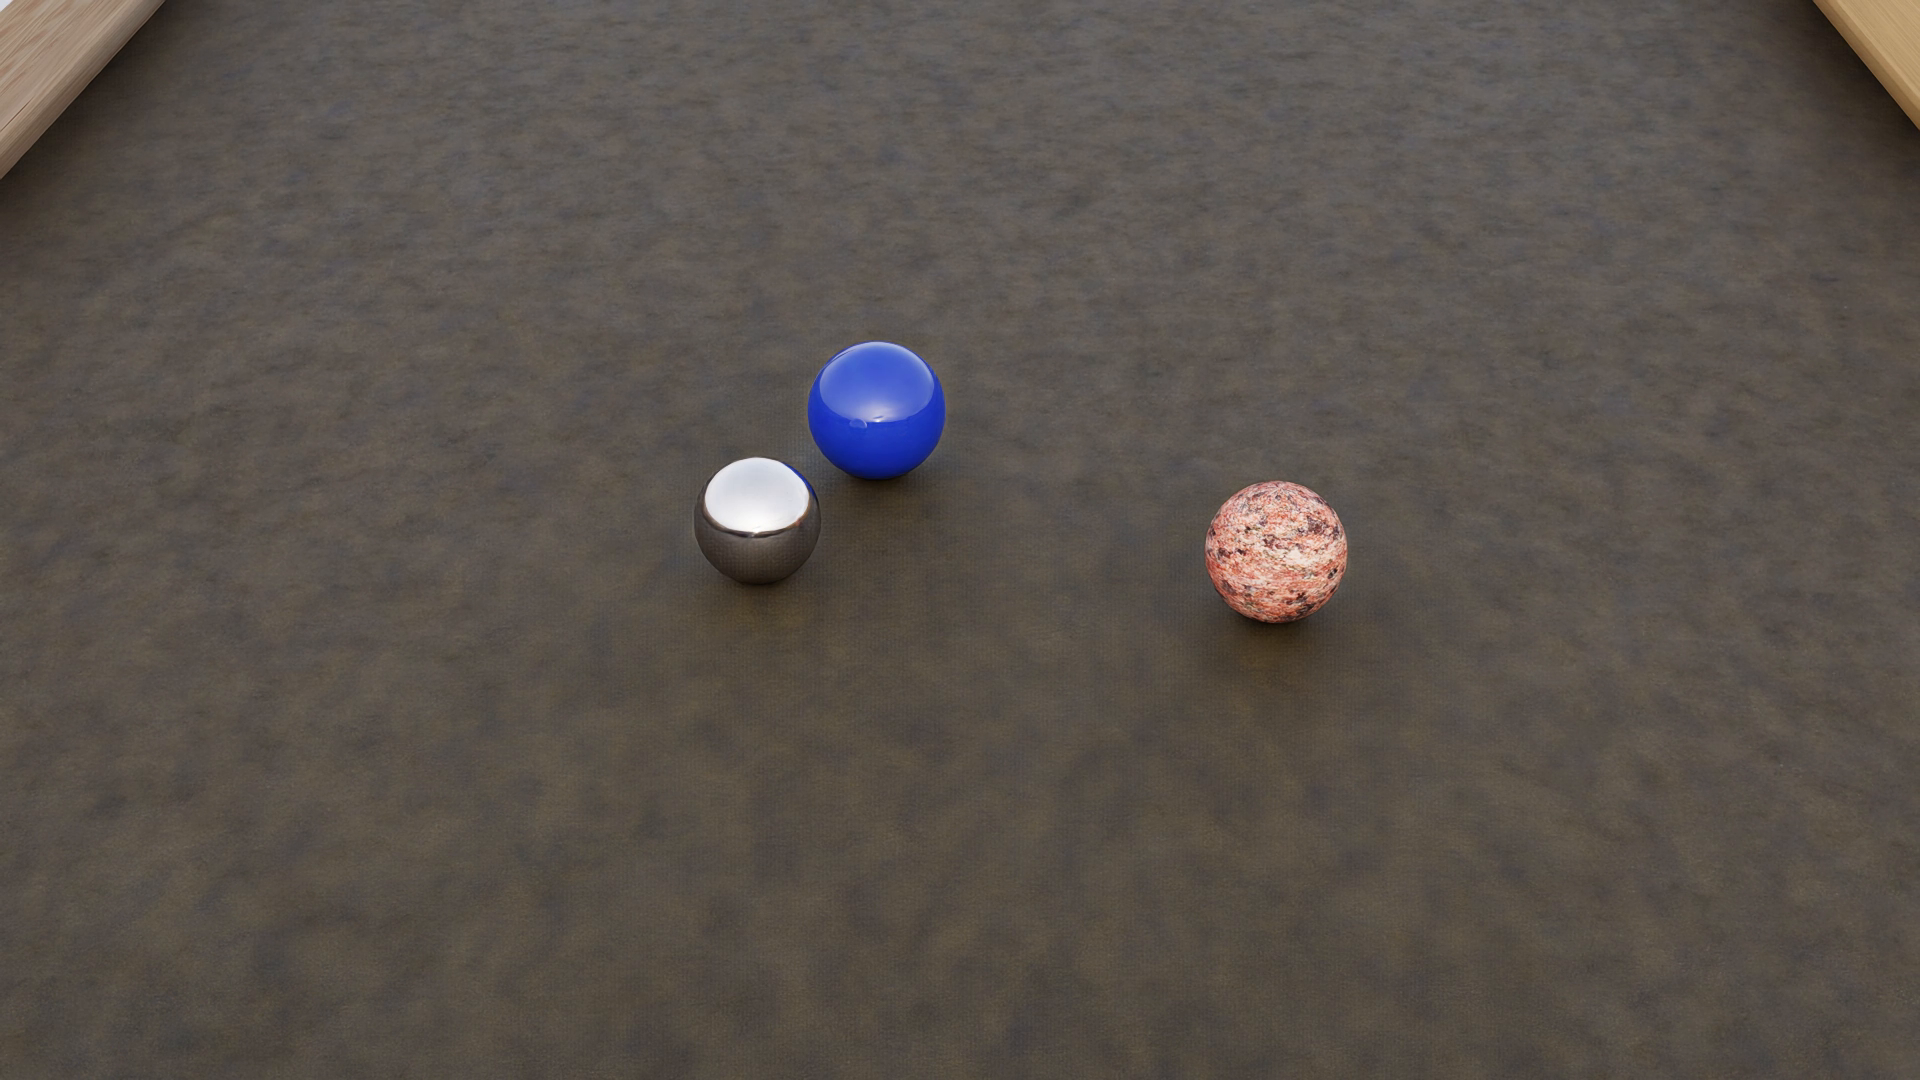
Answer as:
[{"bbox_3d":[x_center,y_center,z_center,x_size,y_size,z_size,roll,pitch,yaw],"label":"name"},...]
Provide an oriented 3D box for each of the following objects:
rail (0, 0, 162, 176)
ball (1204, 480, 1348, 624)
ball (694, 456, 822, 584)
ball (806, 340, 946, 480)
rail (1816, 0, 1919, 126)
[{"bbox_3d":[-0.807,-0.369,2.510,0.045,0.129,2.998,1,27,1],"label":"rail"},{"bbox_3d":[0.195,0.007,1.811,0.088,0.088,0.088,0,27,0],"label":"ball"},{"bbox_3d":[-0.128,-0.013,1.859,0.081,0.081,0.081,0,27,0],"label":"ball"},{"bbox_3d":[-0.056,-0.088,1.993,0.094,0.094,0.094,0,27,0],"label":"ball"},{"bbox_3d":[0.842,-0.352,2.477,0.045,0.129,2.998,1,27,1],"label":"rail"}]
